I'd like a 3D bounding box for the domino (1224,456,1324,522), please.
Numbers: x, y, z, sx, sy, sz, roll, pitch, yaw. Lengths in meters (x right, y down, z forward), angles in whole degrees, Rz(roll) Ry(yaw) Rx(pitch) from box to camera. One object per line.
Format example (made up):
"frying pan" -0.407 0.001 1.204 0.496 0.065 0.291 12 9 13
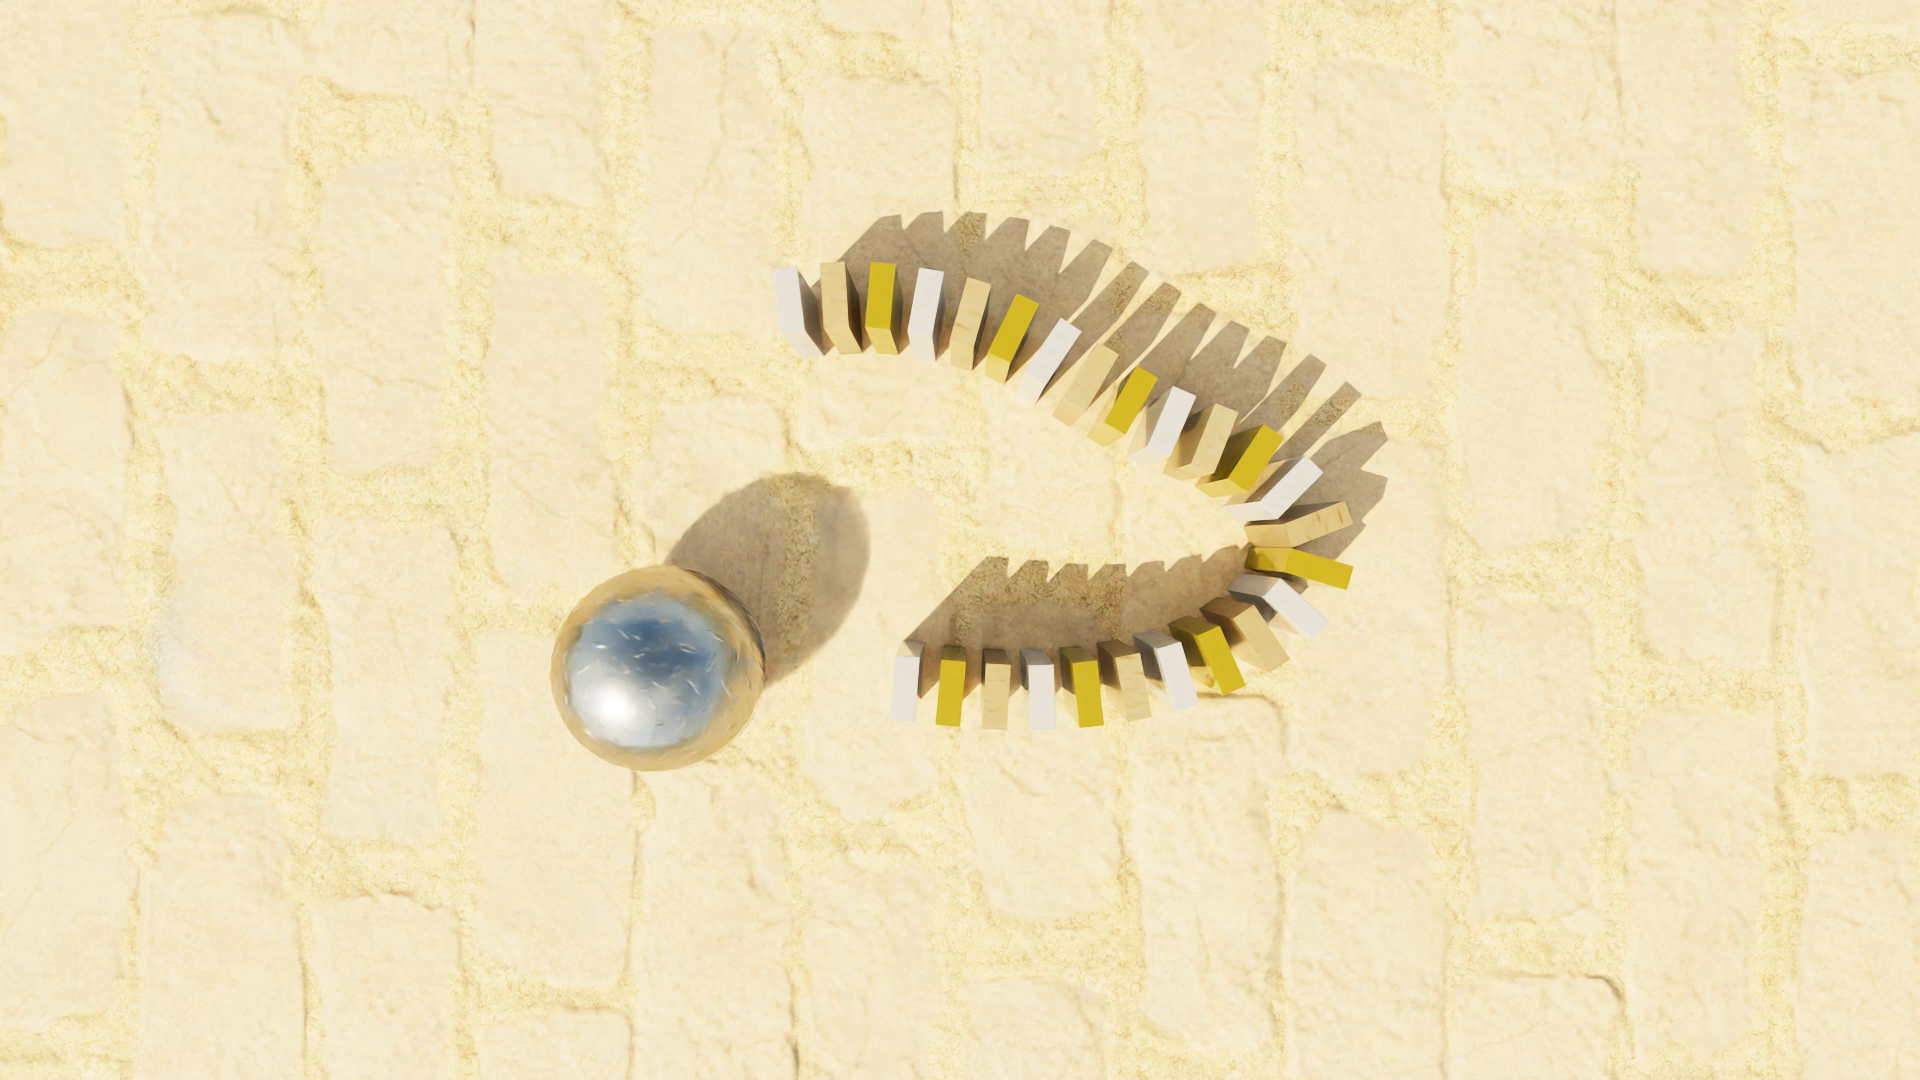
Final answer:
"domino" 0.127 -0.020 0.375 0.009 0.050 0.025 45 90 0

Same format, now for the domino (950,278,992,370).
"domino" 0.004 -0.087 0.375 0.009 0.050 0.025 16 90 0

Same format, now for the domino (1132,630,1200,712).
"domino" 0.083 0.052 0.375 0.010 0.050 0.025 -17 90 0

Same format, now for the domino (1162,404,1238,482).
"domino" 0.097 -0.039 0.375 0.010 0.050 0.025 22 90 0

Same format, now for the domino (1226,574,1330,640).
"domino" 0.129 0.026 0.375 0.025 0.050 0.009 41 90 0

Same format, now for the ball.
"ball" -0.117 0.050 0.360 0.080 0.080 0.080 0 90 0

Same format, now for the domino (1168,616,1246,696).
"domino" 0.100 0.046 0.375 0.009 0.050 0.025 -24 90 0

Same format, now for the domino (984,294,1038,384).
"domino" 0.020 -0.081 0.375 0.010 0.050 0.025 26 90 0

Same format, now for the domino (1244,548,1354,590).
"domino" 0.137 0.011 0.375 0.025 0.050 0.010 16 90 0

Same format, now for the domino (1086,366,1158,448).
"domino" 0.065 -0.053 0.375 0.009 0.050 0.025 30 90 0

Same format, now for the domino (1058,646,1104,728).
"domino" 0.049 0.059 0.375 0.010 0.050 0.025 -6 90 0

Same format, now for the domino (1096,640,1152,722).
"domino" 0.066 0.056 0.375 0.009 0.050 0.025 -11 90 0

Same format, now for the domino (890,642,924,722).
"domino" -0.021 0.057 0.375 0.009 0.050 0.025 4 90 0

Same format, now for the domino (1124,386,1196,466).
"domino" 0.081 -0.045 0.375 0.009 0.050 0.025 23 90 0

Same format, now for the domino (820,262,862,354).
"domino" -0.048 -0.094 0.375 0.010 0.050 0.025 -3 90 0

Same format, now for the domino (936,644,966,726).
"domino" -0.004 0.059 0.375 0.009 0.050 0.025 5 90 0

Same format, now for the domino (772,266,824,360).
"domino" -0.066 -0.092 0.375 0.010 0.050 0.025 -7 90 0

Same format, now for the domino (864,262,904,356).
"domino" -0.030 -0.093 0.375 0.009 0.050 0.025 5 90 0

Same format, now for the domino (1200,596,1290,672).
"domino" 0.115 0.038 0.375 0.009 0.050 0.025 -34 90 0

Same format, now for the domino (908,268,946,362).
"domino" -0.013 -0.091 0.375 0.010 0.050 0.025 10 90 0

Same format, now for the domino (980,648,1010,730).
"domino" 0.014 0.060 0.375 0.010 0.050 0.025 3 90 0

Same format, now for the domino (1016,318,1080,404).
"domino" 0.036 -0.072 0.375 0.009 0.050 0.025 34 90 0

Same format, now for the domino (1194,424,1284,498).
"domino" 0.113 -0.031 0.375 0.009 0.050 0.025 33 90 0

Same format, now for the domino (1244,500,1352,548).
"domino" 0.137 -0.006 0.375 0.025 0.050 0.010 -21 90 0

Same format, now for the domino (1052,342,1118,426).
"domino" 0.050 -0.062 0.375 0.010 0.050 0.025 31 90 0

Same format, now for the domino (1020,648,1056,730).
"domino" 0.032 0.060 0.375 0.009 0.050 0.025 -2 90 0
